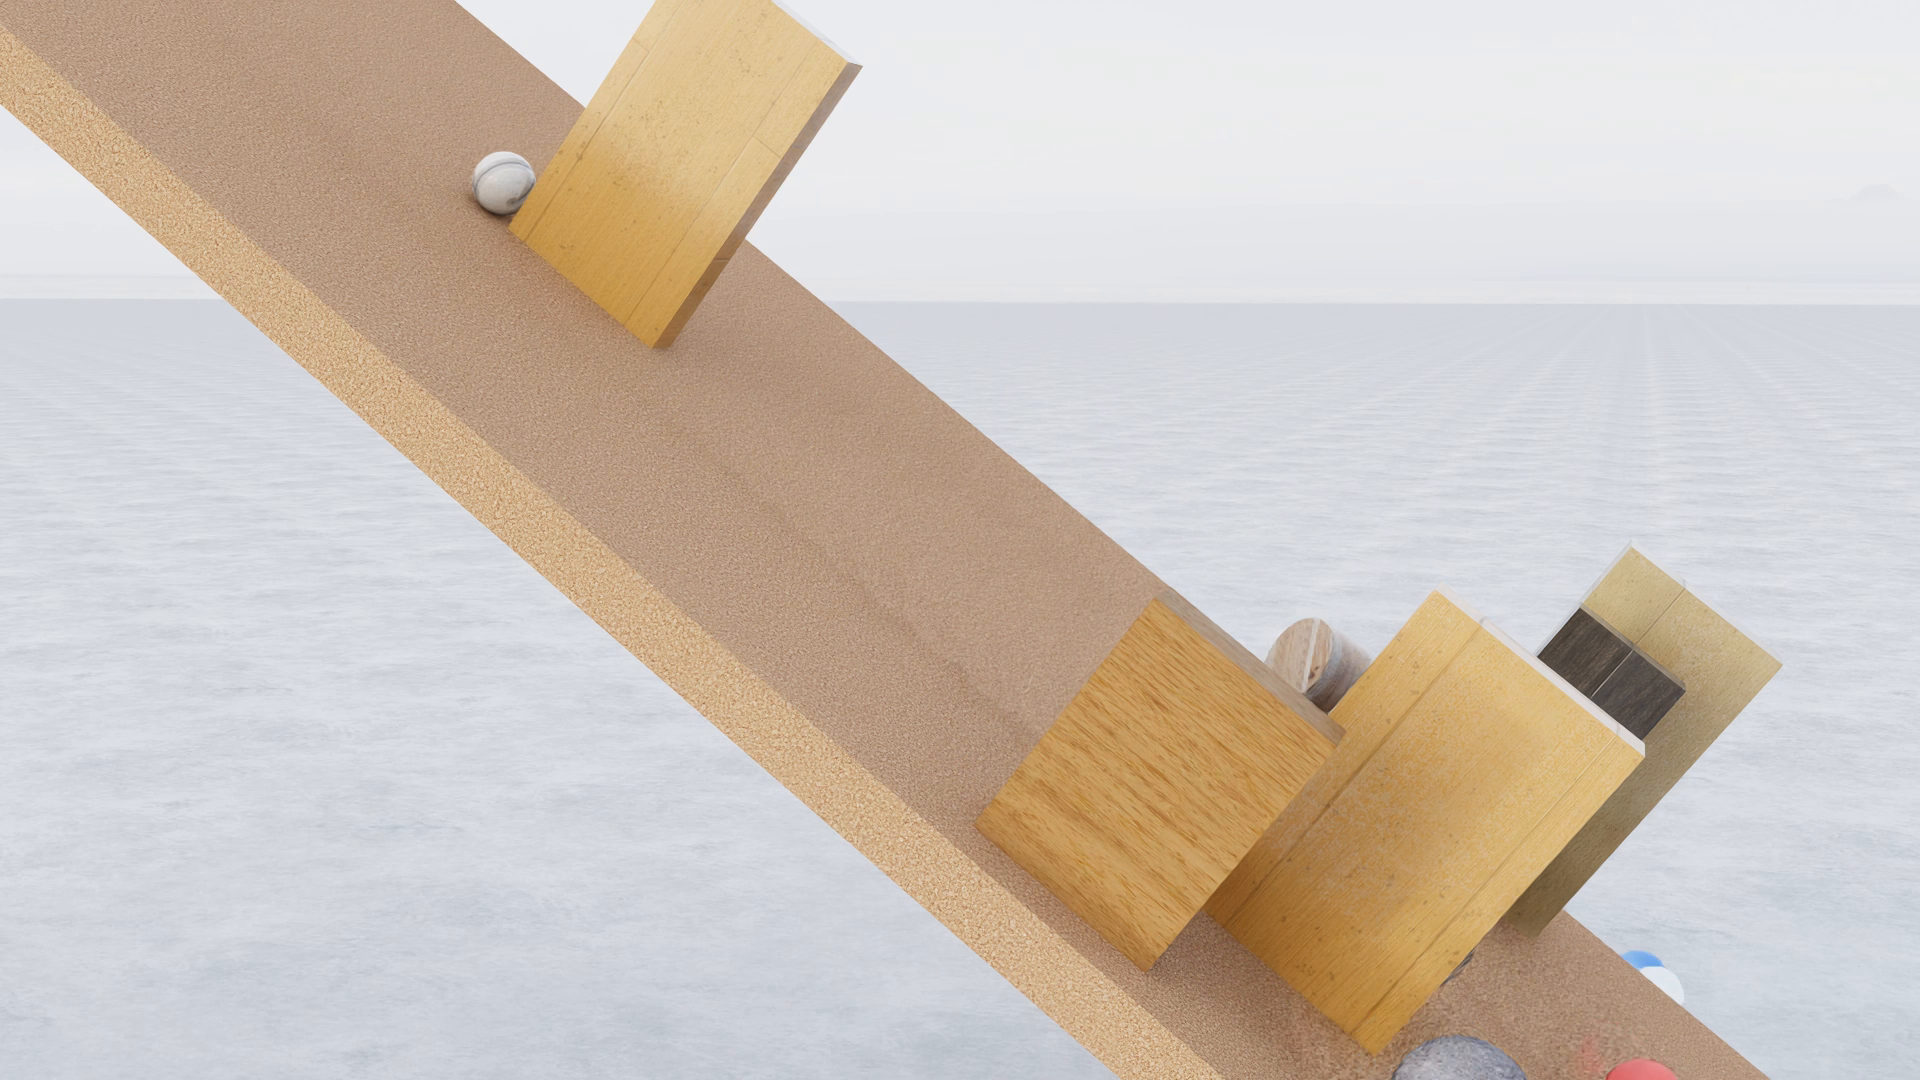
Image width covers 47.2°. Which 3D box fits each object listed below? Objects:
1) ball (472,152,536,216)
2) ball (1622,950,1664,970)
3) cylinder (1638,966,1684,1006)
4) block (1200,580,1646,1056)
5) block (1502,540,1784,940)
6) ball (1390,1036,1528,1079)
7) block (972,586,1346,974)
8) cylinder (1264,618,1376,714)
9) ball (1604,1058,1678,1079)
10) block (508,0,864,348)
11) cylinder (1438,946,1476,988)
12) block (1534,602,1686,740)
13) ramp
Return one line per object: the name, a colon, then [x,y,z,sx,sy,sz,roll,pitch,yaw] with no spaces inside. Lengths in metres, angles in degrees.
ball: [-0.846,-0.662,4.083,0.118,0.118,0.118,0,7,0]
ball: [1.718,1.110,5.568,0.141,0.141,0.141,0,7,0]
cylinder: [1.674,1.117,5.359,0.129,0.129,0.129,-1,-24,-10]
block: [0.684,0.427,3.358,0.385,0.620,0.096,40,16,9]
block: [1.249,0.402,4.416,0.361,0.739,0.140,40,16,9]
ball: [0.705,0.804,3.098,0.207,0.207,0.207,0,7,0]
block: [0.279,0.337,3.099,0.318,0.428,0.108,40,16,9]
cylinder: [0.784,0.299,4.690,0.197,0.197,0.197,33,-10,-28]
ball: [1.167,0.961,3.758,0.144,0.144,0.144,0,7,0]
block: [-0.506,-0.712,4.001,0.362,0.635,0.081,40,16,9]
cylinder: [0.710,0.638,3.564,0.210,0.210,0.210,3,0,26]
block: [1.077,0.433,4.188,0.243,0.615,0.081,40,16,9]
ramp: [-0.041,0.098,4.059,4.000,0.100,2.000,40,16,9]
